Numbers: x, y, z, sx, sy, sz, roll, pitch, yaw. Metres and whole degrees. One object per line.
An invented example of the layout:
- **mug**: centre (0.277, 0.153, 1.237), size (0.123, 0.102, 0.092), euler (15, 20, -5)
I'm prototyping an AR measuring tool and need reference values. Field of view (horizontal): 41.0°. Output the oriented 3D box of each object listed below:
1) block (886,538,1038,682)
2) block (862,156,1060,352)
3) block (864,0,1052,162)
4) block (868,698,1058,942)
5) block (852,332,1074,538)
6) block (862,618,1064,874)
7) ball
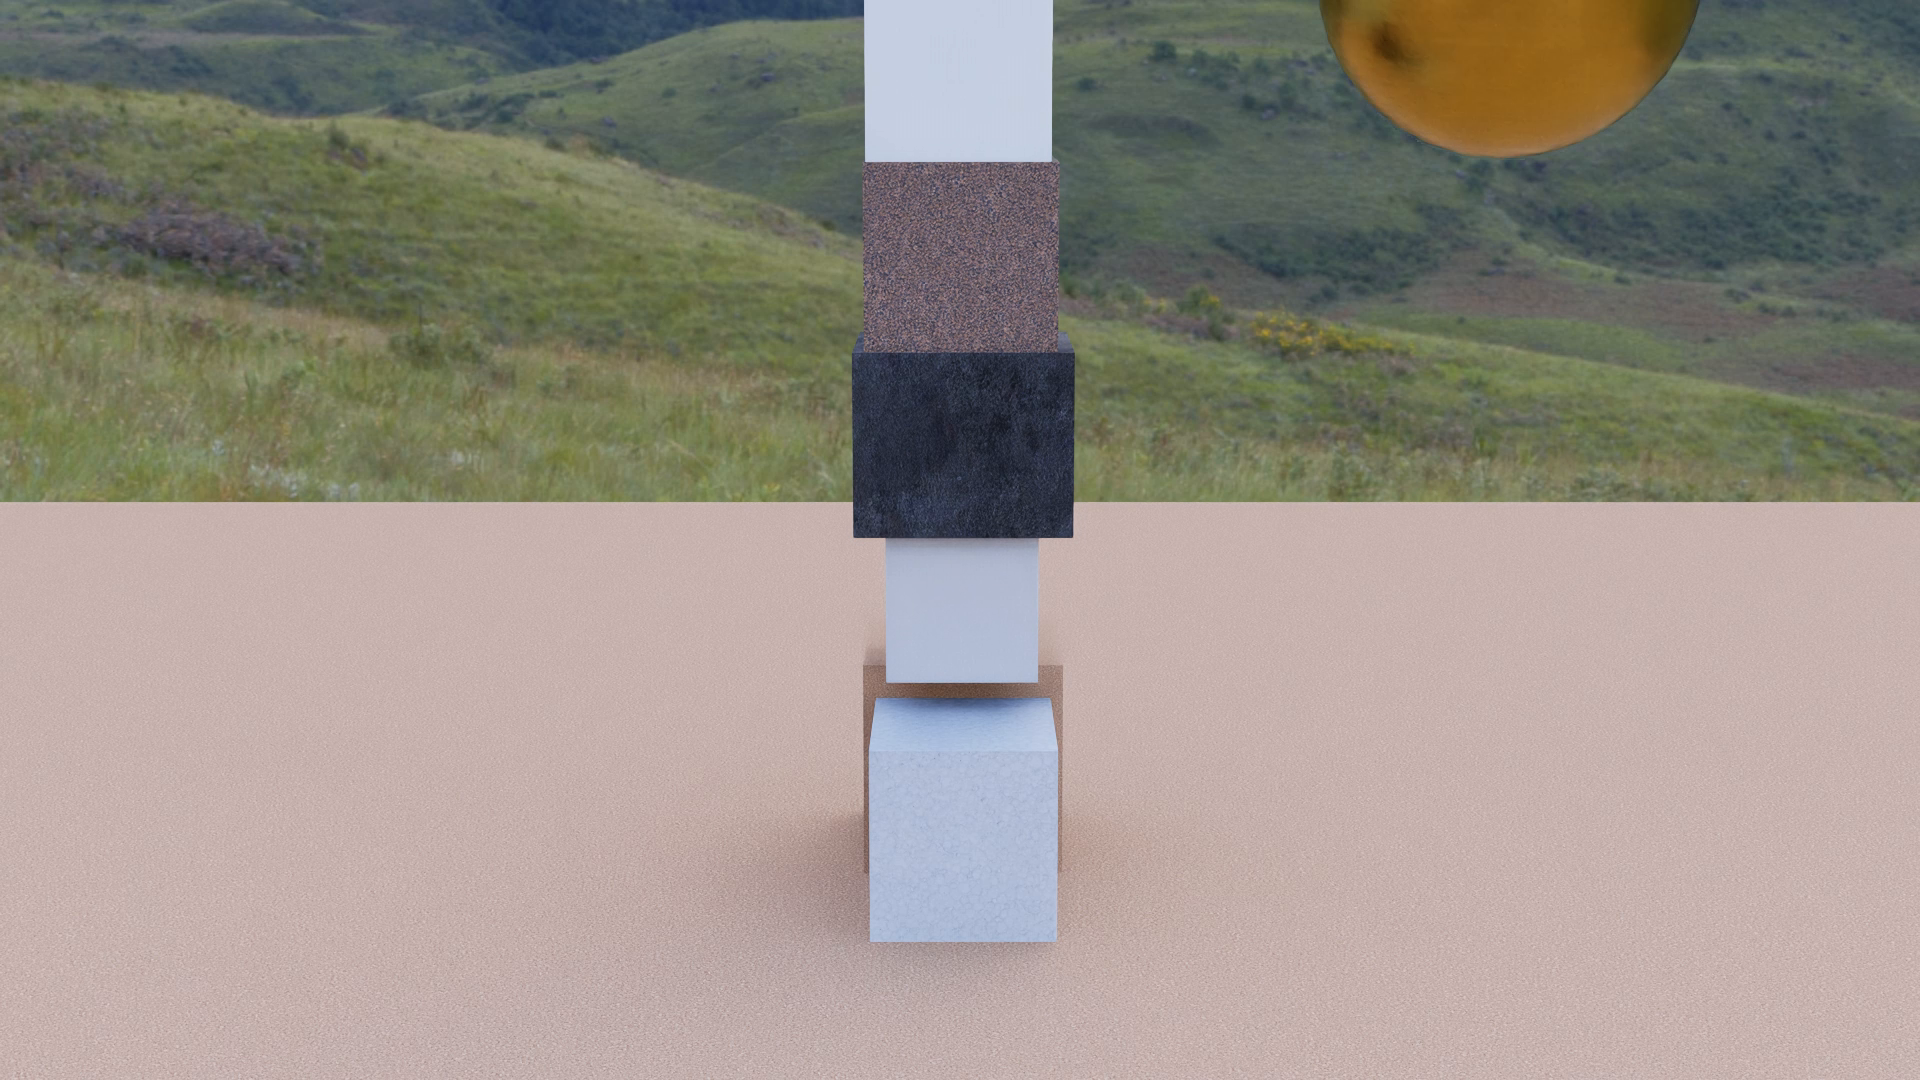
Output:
- **block**: centre (0.009, 0.227, 11.222), size (0.646, 0.640, 0.726), euler (0, 10, 0)
- **block**: centre (0.004, -1.235, 10.956), size (0.803, 0.780, 0.862), euler (0, 10, 0)
- **block**: centre (-0.006, -1.964, 10.823), size (0.763, 0.701, 0.757), euler (0, 10, 0)
- **block**: centre (0.014, 1.169, 10.885), size (0.765, 0.806, 0.903), euler (0, 10, 0)
- **block**: centre (0.014, -0.470, 11.095), size (0.920, 0.777, 0.896), euler (0, 10, 0)
- **block**: centre (0.014, 0.927, 11.813), size (0.878, 0.949, 0.990), euler (0, 10, 0)
- **ball**: centre (2.295, -2.407, 10.743), size (1.600, 1.600, 1.600), euler (0, 10, 0)
